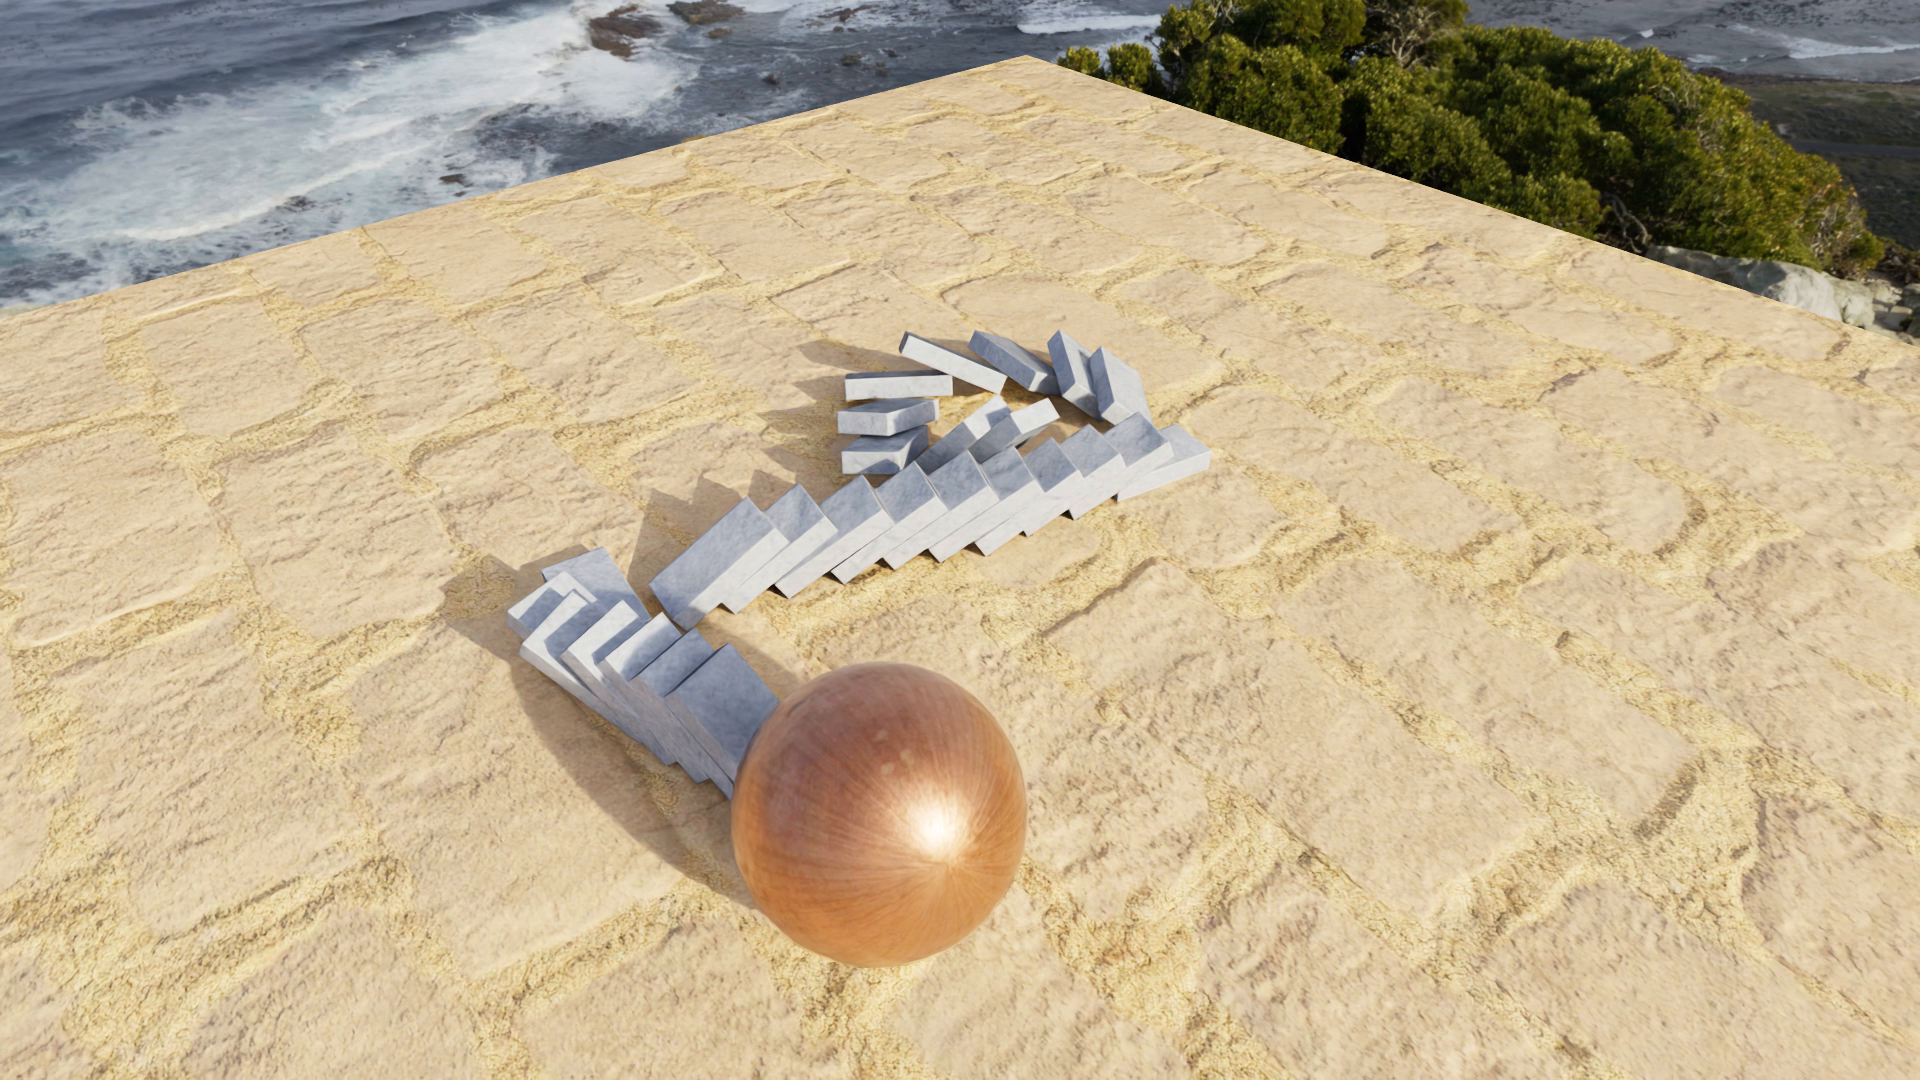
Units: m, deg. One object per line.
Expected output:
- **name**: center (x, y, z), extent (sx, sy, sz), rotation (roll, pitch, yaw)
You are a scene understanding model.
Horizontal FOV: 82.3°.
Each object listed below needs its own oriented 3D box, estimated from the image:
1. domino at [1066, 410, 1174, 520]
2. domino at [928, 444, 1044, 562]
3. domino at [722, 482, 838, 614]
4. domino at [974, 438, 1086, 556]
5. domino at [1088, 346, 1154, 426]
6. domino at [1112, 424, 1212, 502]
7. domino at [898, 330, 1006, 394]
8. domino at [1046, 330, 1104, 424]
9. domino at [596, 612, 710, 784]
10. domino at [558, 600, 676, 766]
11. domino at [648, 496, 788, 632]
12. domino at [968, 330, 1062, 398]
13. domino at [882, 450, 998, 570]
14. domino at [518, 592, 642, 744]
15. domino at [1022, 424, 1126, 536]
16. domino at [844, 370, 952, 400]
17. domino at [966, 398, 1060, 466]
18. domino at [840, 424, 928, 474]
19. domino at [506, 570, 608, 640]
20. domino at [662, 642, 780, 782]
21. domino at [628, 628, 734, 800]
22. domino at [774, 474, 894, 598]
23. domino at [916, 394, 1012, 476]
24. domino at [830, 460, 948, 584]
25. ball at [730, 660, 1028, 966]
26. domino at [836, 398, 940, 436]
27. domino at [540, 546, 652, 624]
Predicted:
- **domino**: center (0.062, -0.032, 0.467), extent (0.050, 0.010, 0.025), rotation (-32, 46, -1)
- **domino**: center (0.007, -0.015, 0.442), extent (0.050, 0.010, 0.025), rotation (-33, 45, 6)
- **domino**: center (-0.074, 0.003, 0.423), extent (0.050, 0.010, 0.025), rotation (-40, 48, -3)
- **domino**: center (0.024, -0.018, 0.447), extent (0.050, 0.009, 0.025), rotation (-36, 44, 4)
- **domino**: center (0.075, -0.069, 0.517), extent (0.025, 0.009, 0.050), rotation (30, 33, -23)
- **domino**: center (0.083, -0.035, 0.486), extent (0.050, 0.010, 0.025), rotation (-20, 43, -22)
- **domino**: center (-0.004, -0.085, 0.525), extent (0.050, 0.010, 0.025), rotation (21, 13, -12)
- **domino**: center (0.058, -0.079, 0.530), extent (0.025, 0.010, 0.050), rotation (30, 30, -27)
- **domino**: center (-0.091, 0.051, 0.356), extent (0.050, 0.010, 0.025), rotation (52, 48, -8)
- **domino**: center (-0.104, 0.047, 0.361), extent (0.050, 0.010, 0.025), rotation (49, 48, -10)
- **domino**: center (-0.092, 0.009, 0.415), extent (0.050, 0.009, 0.025), rotation (-42, 48, -6)
- **domino**: center (0.029, -0.087, 0.541), extent (0.025, 0.009, 0.050), rotation (4, 28, -44)
- **domino**: center (-0.012, -0.012, 0.438), extent (0.050, 0.010, 0.025), rotation (-34, 45, 6)
- **domino**: center (-0.119, 0.043, 0.369), extent (0.050, 0.010, 0.025), rotation (38, 50, -6)
- **domino**: center (0.041, -0.025, 0.459), extent (0.050, 0.009, 0.025), rotation (-35, 46, -2)
- **domino**: center (-0.030, -0.075, 0.527), extent (0.050, 0.010, 0.025), rotation (-3, 15, -4)
- **domino**: center (0.017, -0.041, 0.462), extent (0.025, 0.050, 0.009), rotation (-28, 85, -43)
- **domino**: center (-0.032, -0.040, 0.477), extent (0.025, 0.010, 0.050), rotation (2, 19, 12)
- **domino**: center (-0.130, 0.036, 0.384), extent (0.050, 0.010, 0.025), rotation (40, 49, 6)
- **domino**: center (-0.067, 0.060, 0.345), extent (0.050, 0.010, 0.025), rotation (52, 49, -8)
- **domino**: center (-0.079, 0.055, 0.351), extent (0.050, 0.010, 0.025), rotation (51, 48, -8)
- **domino**: center (-0.052, -0.002, 0.428), extent (0.050, 0.010, 0.025), rotation (-35, 44, 2)
- **domino**: center (-0.002, -0.042, 0.467), extent (0.009, 0.050, 0.025), rotation (52, 51, -4)
- **domino**: center (-0.032, -0.007, 0.434), extent (0.050, 0.009, 0.025), rotation (-35, 44, 4)
- **ball**: center (-0.022, 0.073, 0.299), extent (0.080, 0.080, 0.080), rotation (0, 39, 0)
- **domino**: center (-0.031, -0.056, 0.494), extent (0.025, 0.009, 0.050), rotation (5, 16, 24)
- **domino**: center (-0.137, 0.024, 0.415), extent (0.025, 0.010, 0.050), rotation (-23, 45, -26)
